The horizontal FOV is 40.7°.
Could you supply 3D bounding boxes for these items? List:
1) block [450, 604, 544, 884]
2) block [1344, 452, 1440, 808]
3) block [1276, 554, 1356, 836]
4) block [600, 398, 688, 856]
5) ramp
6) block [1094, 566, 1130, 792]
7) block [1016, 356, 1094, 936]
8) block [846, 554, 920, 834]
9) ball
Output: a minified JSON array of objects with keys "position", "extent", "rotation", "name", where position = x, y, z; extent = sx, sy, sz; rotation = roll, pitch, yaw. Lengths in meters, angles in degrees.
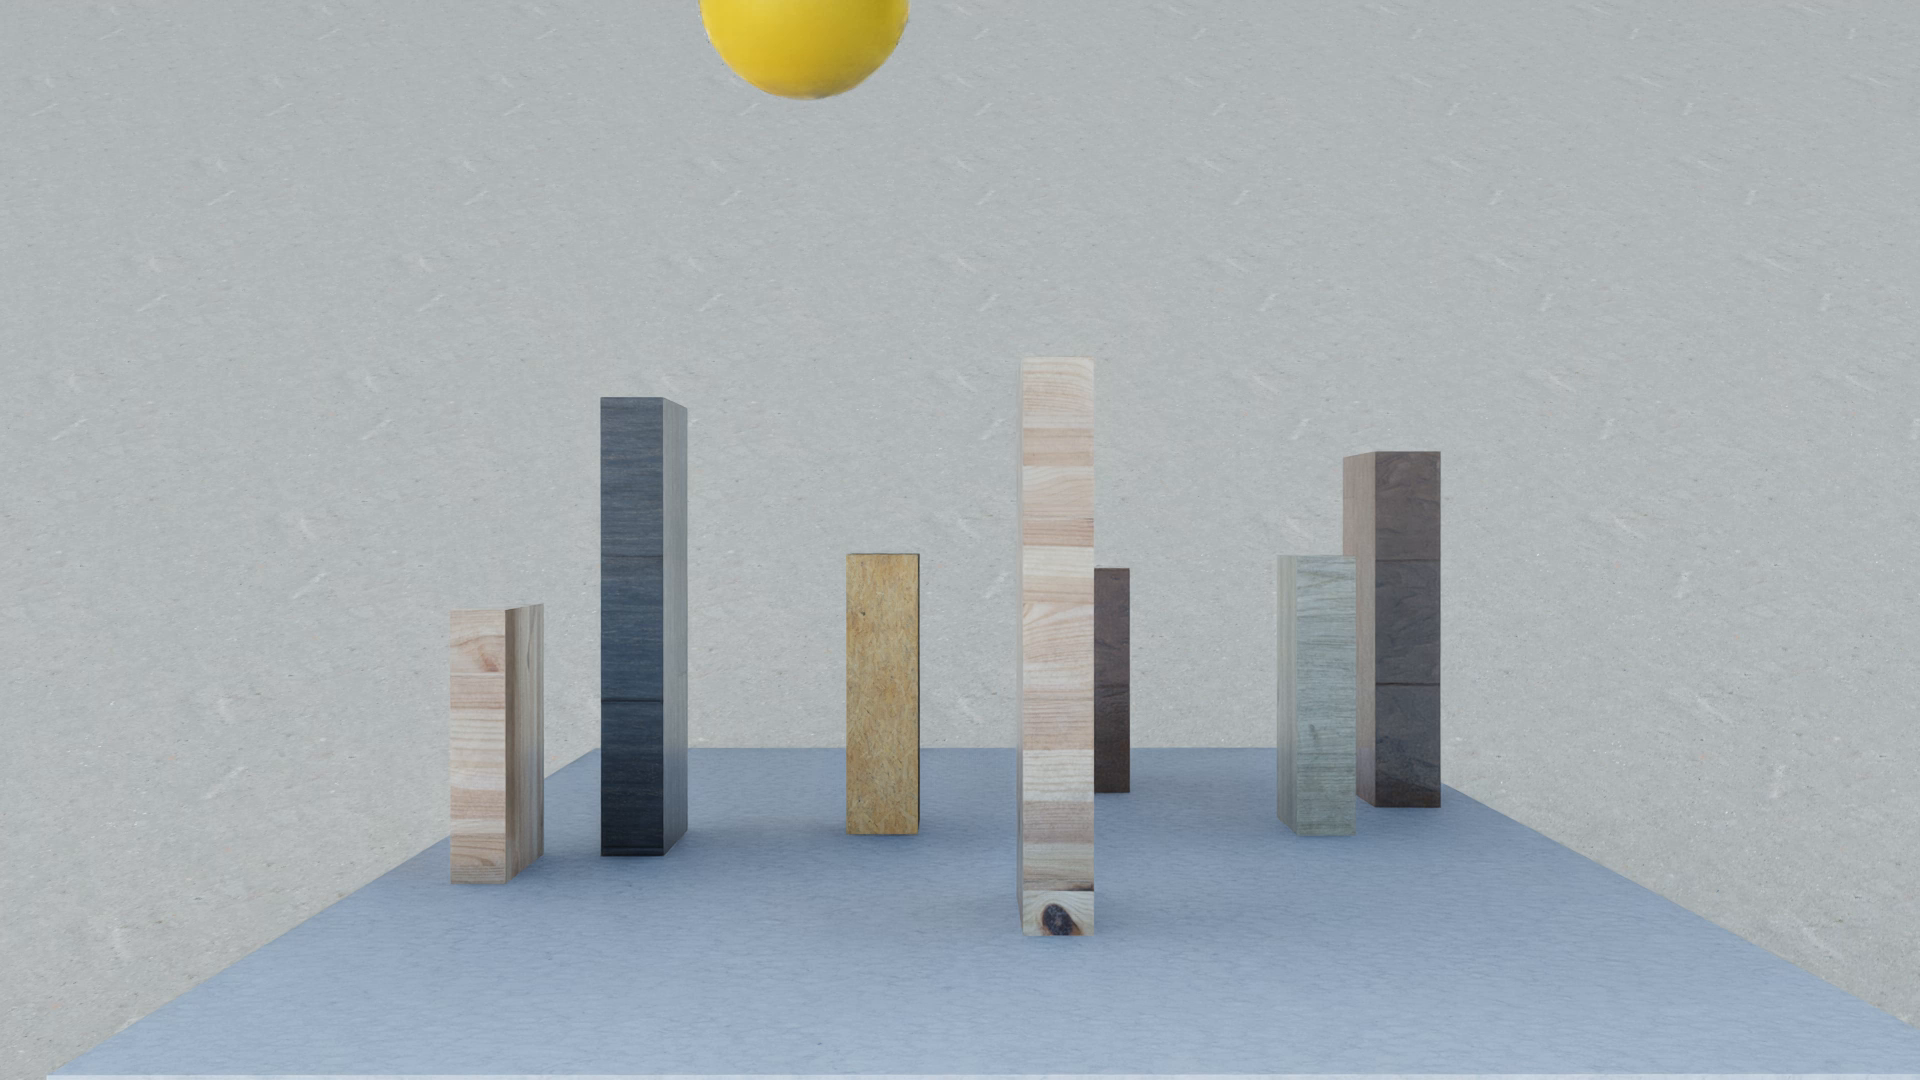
[{"position":[-0.760,0.325,4.268],"extent":[0.087,0.432,0.380],"rotation":[0,0,0],"name":"block"},{"position":[0.900,0.179,5.412],"extent":[0.132,0.716,0.434],"rotation":[0,0,0],"name":"block"},{"position":[0.669,0.284,4.871],"extent":[0.107,0.510,0.299],"rotation":[0,0,0],"name":"block"},{"position":[-0.561,0.148,4.619],"extent":[0.107,0.785,0.396],"rotation":[0,0,0],"name":"block"},{"position":[0.066,0.590,4.642],"extent":[2.000,0.100,4.000],"rotation":[0,0,0],"name":"ramp"},{"position":[0.314,0.298,5.642],"extent":[0.094,0.477,0.293],"rotation":[0,0,0],"name":"block"},{"position":[0.135,0.145,3.741],"extent":[0.097,0.795,0.383],"rotation":[0,0,0],"name":"block"},{"position":[-0.143,0.283,4.875],"extent":[0.131,0.513,0.270],"rotation":[0,0,0],"name":"block"},{"position":[-0.145,-0.510,2.409],"extent":[0.199,0.199,0.199],"rotation":[0,29,0],"name":"ball"}]
